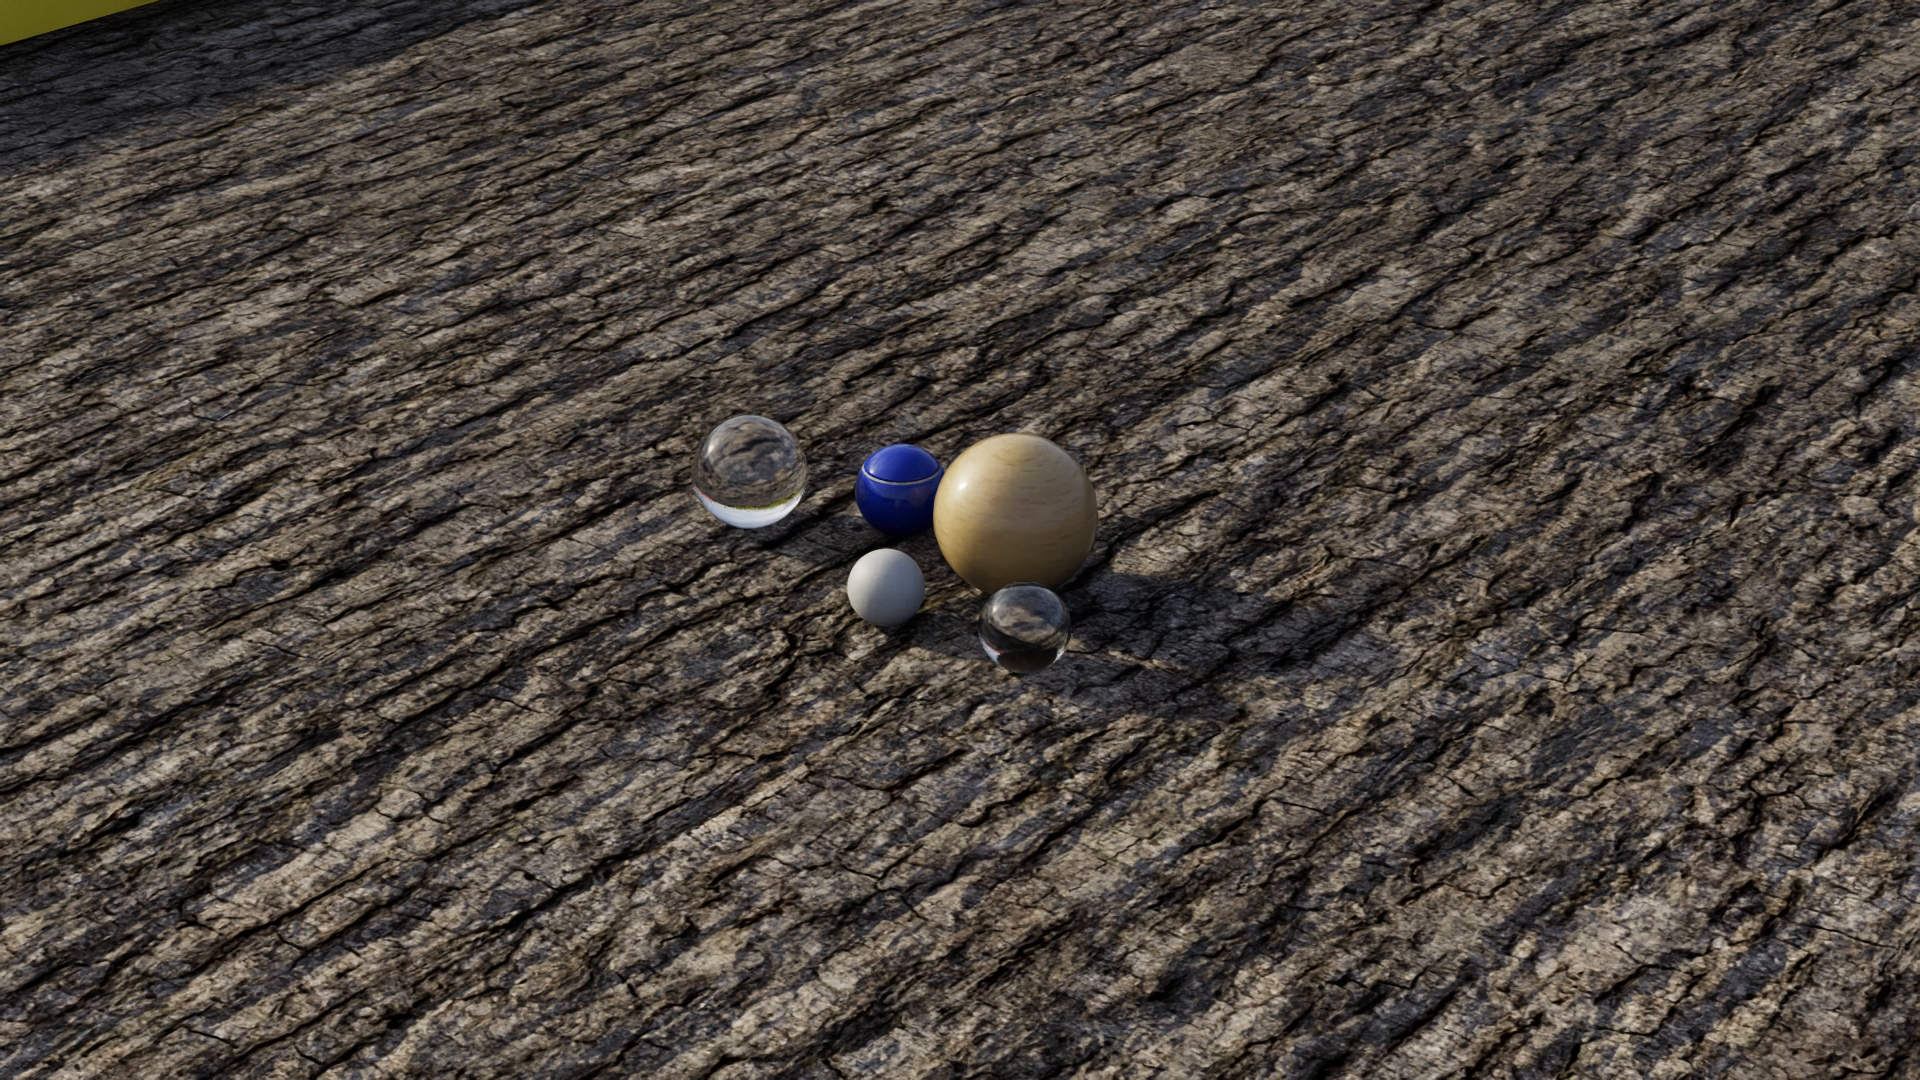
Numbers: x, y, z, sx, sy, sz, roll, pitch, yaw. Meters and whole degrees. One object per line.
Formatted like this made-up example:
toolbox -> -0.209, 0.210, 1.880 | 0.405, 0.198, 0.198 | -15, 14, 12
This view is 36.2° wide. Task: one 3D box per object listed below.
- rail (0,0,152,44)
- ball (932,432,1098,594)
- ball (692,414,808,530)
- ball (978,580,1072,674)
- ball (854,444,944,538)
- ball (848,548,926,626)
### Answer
rail -> -0.260, -0.799, 3.132 | 0.045, 0.122, 4.497 | 21, 34, 34
ball -> 0.031, -0.014, 1.667 | 0.094, 0.094, 0.094 | 0, 28, 0
ball -> -0.125, -0.041, 1.745 | 0.069, 0.069, 0.069 | 0, 28, 0
ball -> 0.035, 0.047, 1.597 | 0.051, 0.051, 0.051 | 0, 28, 0
ball -> -0.034, -0.029, 1.738 | 0.056, 0.056, 0.056 | 0, 28, 0
ball -> -0.041, 0.027, 1.644 | 0.044, 0.044, 0.044 | 0, 28, 0
